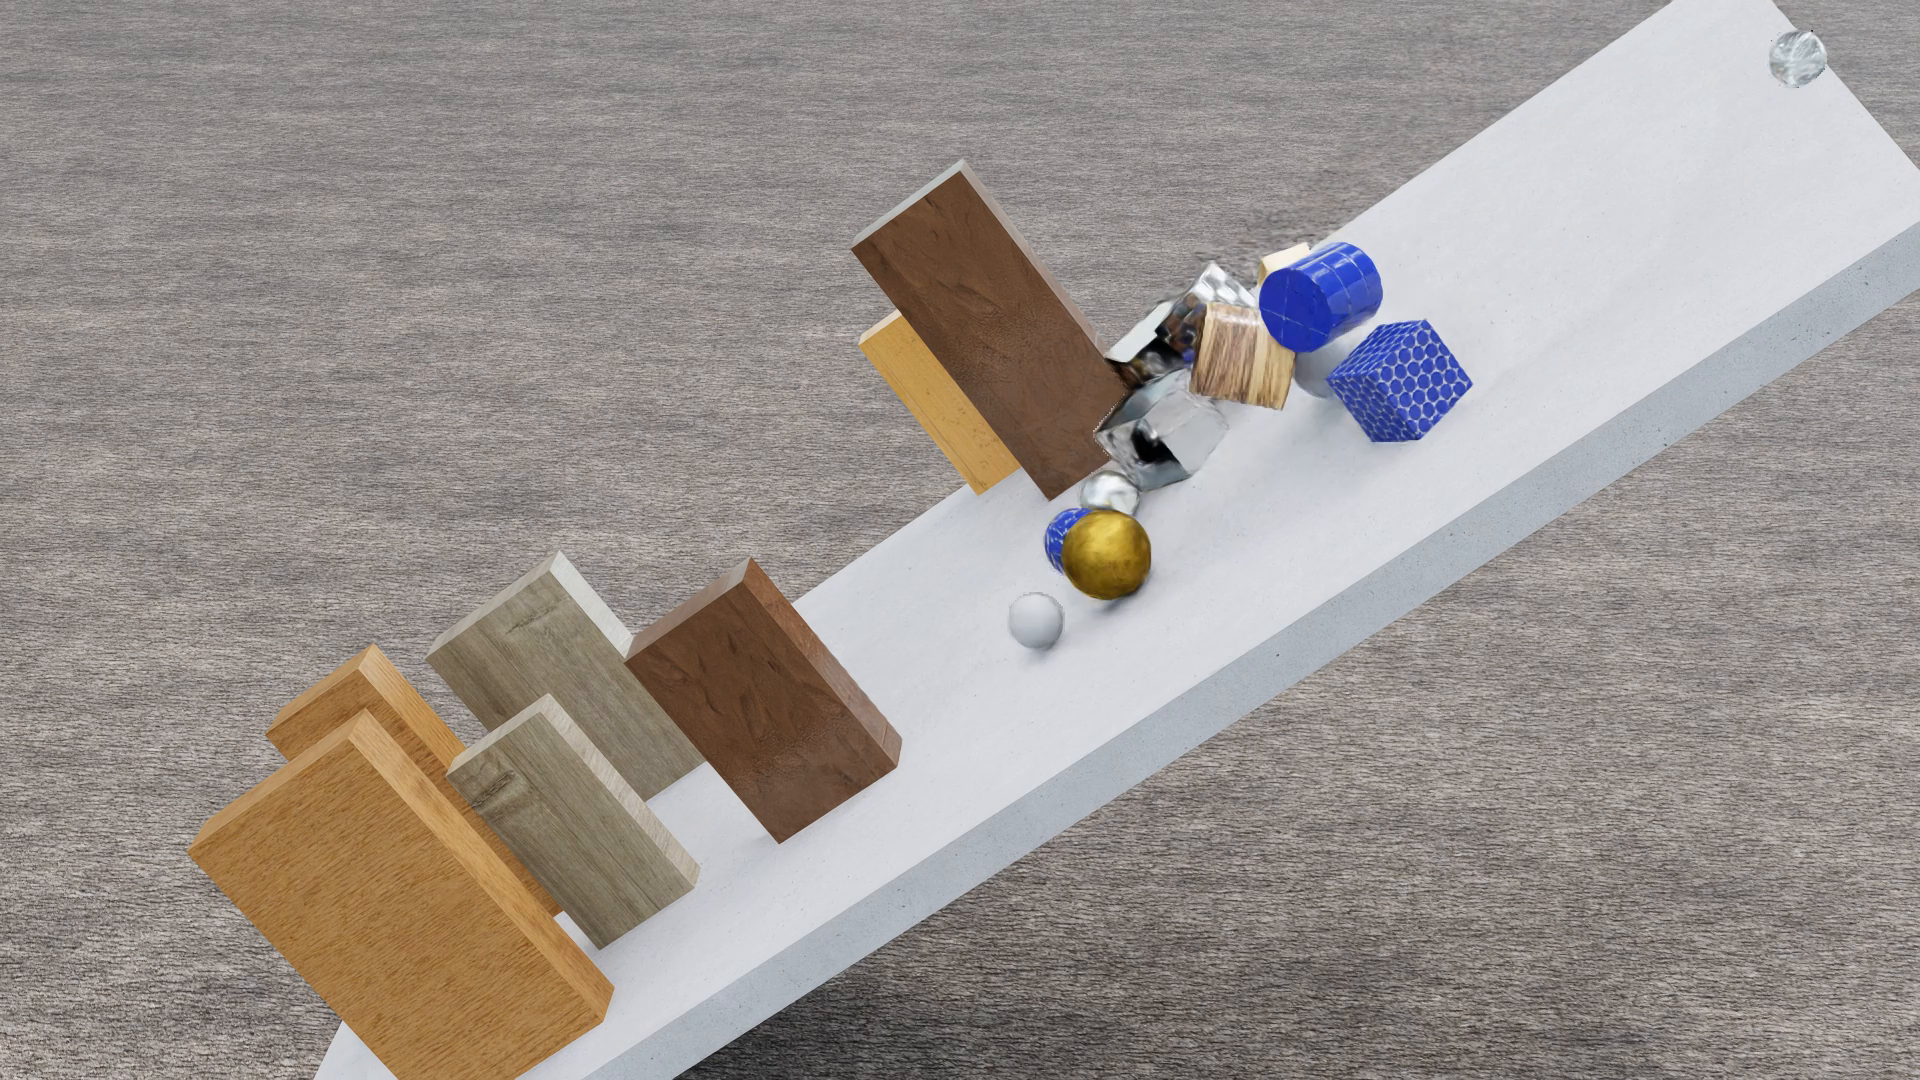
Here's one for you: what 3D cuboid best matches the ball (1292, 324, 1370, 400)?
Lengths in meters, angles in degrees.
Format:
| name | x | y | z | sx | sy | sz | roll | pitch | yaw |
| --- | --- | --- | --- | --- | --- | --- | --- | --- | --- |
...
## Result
| name | x | y | z | sx | sy | sz | roll | pitch | yaw |
| --- | --- | --- | --- | --- | --- | --- | --- | --- | --- |
| ball | 0.749 | -0.374 | 5.949 | 0.180 | 0.180 | 0.180 | 0 | 23 | 0 |

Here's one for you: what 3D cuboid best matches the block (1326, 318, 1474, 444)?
| name | x | y | z | sx | sy | sz | roll | pitch | yaw |
| --- | --- | --- | --- | --- | --- | --- | --- | --- | --- |
| block | 0.834 | -0.300 | 5.584 | 0.162 | 0.162 | 0.162 | -44 | 16 | -18 |

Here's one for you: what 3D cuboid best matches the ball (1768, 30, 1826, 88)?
| name | x | y | z | sx | sy | sz | roll | pitch | yaw |
| --- | --- | --- | --- | --- | --- | --- | --- | --- | --- |
| ball | 1.627 | -0.935 | 5.715 | 0.109 | 0.109 | 0.109 | 0 | 23 | 0 |

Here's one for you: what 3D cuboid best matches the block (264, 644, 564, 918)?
| name | x | y | z | sx | sy | sz | roll | pitch | yaw |
| --- | --- | --- | --- | --- | --- | --- | --- | --- | --- |
| block | -1.199 | 0.600 | 6.600 | 0.279 | 0.722 | 0.135 | -34 | 16 | 16 |

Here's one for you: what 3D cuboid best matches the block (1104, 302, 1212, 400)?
| name | x | y | z | sx | sy | sz | roll | pitch | yaw |
| --- | --- | --- | --- | --- | --- | --- | --- | --- | --- |
| block | 0.468 | -0.391 | 6.532 | 0.187 | 0.187 | 0.187 | -42 | 15 | -4 |

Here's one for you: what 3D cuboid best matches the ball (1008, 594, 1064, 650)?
| name | x | y | z | sx | sy | sz | roll | pitch | yaw |
| --- | --- | --- | --- | --- | --- | --- | --- | --- | --- |
| ball | 0.153 | 0.165 | 5.911 | 0.111 | 0.111 | 0.111 | 0 | 23 | 0 |

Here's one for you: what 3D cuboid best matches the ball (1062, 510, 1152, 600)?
| name | x | y | z | sx | sy | sz | roll | pitch | yaw |
| --- | --- | --- | --- | --- | --- | --- | --- | --- | --- |
| ball | 0.291 | 0.029 | 5.850 | 0.180 | 0.180 | 0.180 | 0 | 23 | 0 |

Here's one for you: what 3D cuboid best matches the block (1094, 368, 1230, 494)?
| name | x | y | z | sx | sy | sz | roll | pitch | yaw |
| --- | --- | --- | --- | --- | --- | --- | --- | --- | --- |
| block | 0.433 | -0.232 | 6.285 | 0.169 | 0.169 | 0.169 | -18 | 26 | 52 |

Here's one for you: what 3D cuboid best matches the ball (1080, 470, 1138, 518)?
| name | x | y | z | sx | sy | sz | roll | pitch | yaw |
| --- | --- | --- | --- | --- | --- | --- | --- | --- | --- |
| ball | 0.315 | -0.084 | 6.220 | 0.125 | 0.125 | 0.125 | 0 | 23 | 0 |

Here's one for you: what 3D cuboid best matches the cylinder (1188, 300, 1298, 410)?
| name | x | y | z | sx | sy | sz | roll | pitch | yaw |
| --- | --- | --- | --- | --- | --- | --- | --- | --- | --- |
| cylinder | 0.562 | -0.364 | 5.813 | 0.186 | 0.186 | 0.186 | 11 | 23 | 1 |

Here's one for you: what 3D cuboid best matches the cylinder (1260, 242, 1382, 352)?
| name | x | y | z | sx | sy | sz | roll | pitch | yaw |
| --- | --- | --- | --- | --- | --- | --- | --- | --- | --- |
| cylinder | 0.698 | -0.470 | 5.691 | 0.170 | 0.170 | 0.170 | 19 | 34 | 38 |

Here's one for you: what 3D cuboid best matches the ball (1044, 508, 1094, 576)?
| name | x | y | z | sx | sy | sz | roll | pitch | yaw |
| --- | --- | --- | --- | --- | --- | --- | --- | --- | --- |
| ball | 0.246 | 0.005 | 6.085 | 0.146 | 0.146 | 0.146 | 0 | 23 | 0 |

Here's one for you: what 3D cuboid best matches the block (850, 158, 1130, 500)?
| name | x | y | z | sx | sy | sz | roll | pitch | yaw |
| --- | --- | --- | --- | --- | --- | --- | --- | --- | --- |
| block | 0.105 | -0.467 | 6.619 | 0.305 | 0.741 | 0.101 | -34 | 16 | 16 |

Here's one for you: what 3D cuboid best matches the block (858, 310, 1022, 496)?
| name | x | y | z | sx | sy | sz | roll | pitch | yaw |
| --- | --- | --- | --- | --- | --- | --- | --- | --- | --- |
| block | 0.065 | -0.409 | 7.047 | 0.407 | 0.475 | 0.083 | -34 | 16 | 16 |

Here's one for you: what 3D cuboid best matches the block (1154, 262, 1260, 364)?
| name | x | y | z | sx | sy | sz | roll | pitch | yaw |
| --- | --- | --- | --- | --- | --- | --- | --- | --- | --- |
| block | 0.532 | -0.477 | 6.311 | 0.142 | 0.142 | 0.142 | 40 | 41 | -2 |

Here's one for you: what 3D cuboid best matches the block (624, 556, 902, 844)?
| name | x | y | z | sx | sy | sz | roll | pitch | yaw |
| --- | --- | --- | --- | --- | --- | --- | --- | --- | --- |
| block | -0.395 | 0.327 | 5.960 | 0.307 | 0.502 | 0.128 | -34 | 16 | 16 |

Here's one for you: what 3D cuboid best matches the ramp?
| name | x | y | z | sx | sy | sz | roll | pitch | yaw |
| --- | --- | --- | --- | --- | --- | --- | --- | --- | --- |
| ramp | 0.129 | 0.179 | 6.321 | 4.000 | 0.100 | 2.000 | -34 | 16 | 16 |

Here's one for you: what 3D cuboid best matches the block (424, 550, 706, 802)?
| name | x | y | z | sx | sy | sz | roll | pitch | yaw |
| --- | --- | --- | --- | --- | --- | --- | --- | --- | --- |
| block | -0.901 | 0.367 | 6.845 | 0.380 | 0.582 | 0.119 | -34 | 16 | 16 |

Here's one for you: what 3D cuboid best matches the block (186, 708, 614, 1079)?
| name | x | y | z | sx | sy | sz | roll | pitch | yaw |
| --- | --- | --- | --- | --- | --- | --- | --- | --- | --- |
| block | -1.107 | 0.759 | 5.857 | 0.431 | 0.769 | 0.132 | -34 | 16 | 16 |

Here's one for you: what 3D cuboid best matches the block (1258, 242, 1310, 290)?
| name | x | y | z | sx | sy | sz | roll | pitch | yaw |
| --- | --- | --- | --- | --- | --- | --- | --- | --- | --- |
| block | 0.737 | -0.571 | 6.530 | 0.109 | 0.109 | 0.109 | -20 | 65 | -8 |

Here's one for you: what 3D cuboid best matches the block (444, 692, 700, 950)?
| name | x | y | z | sx | sy | sz | roll | pitch | yaw |
| --- | --- | --- | --- | --- | --- | --- | --- | --- | --- |
| block | -0.806 | 0.591 | 6.147 | 0.261 | 0.502 | 0.089 | -34 | 16 | 16 |
